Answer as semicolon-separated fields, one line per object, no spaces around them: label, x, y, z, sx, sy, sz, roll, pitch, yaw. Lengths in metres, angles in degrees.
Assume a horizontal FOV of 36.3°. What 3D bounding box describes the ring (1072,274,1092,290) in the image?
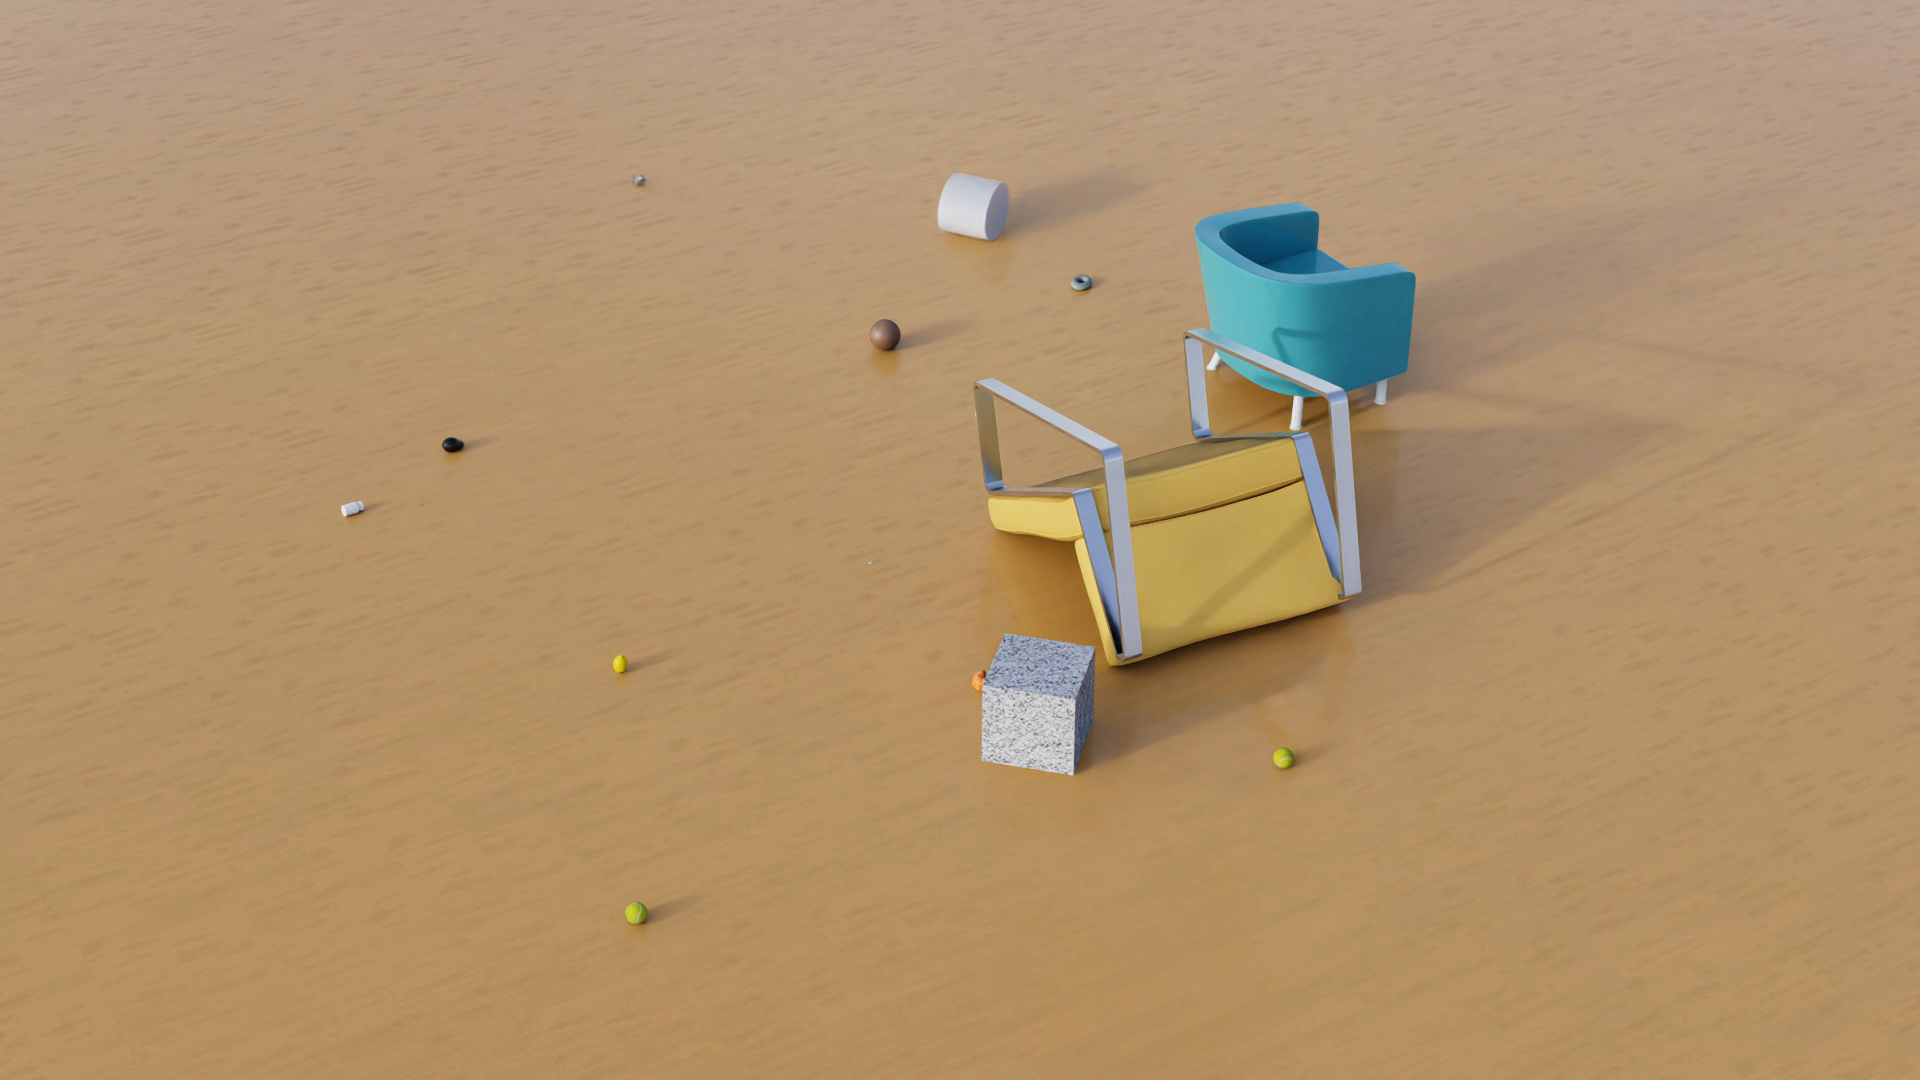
ring;0.522;-1.105;12.593;0.087;0.033;0.115;12;34;16

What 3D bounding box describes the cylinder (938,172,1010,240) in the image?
cylinder;0.062;-1.473;12.950;0.227;0.247;0.271;14;64;21

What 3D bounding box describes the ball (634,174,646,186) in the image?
ball;-1.463;-1.644;13.393;0.052;0.052;0.052;0;33;0

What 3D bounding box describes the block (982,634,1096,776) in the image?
block;0.264;0.549;9.829;0.314;0.311;0.310;8;34;12
